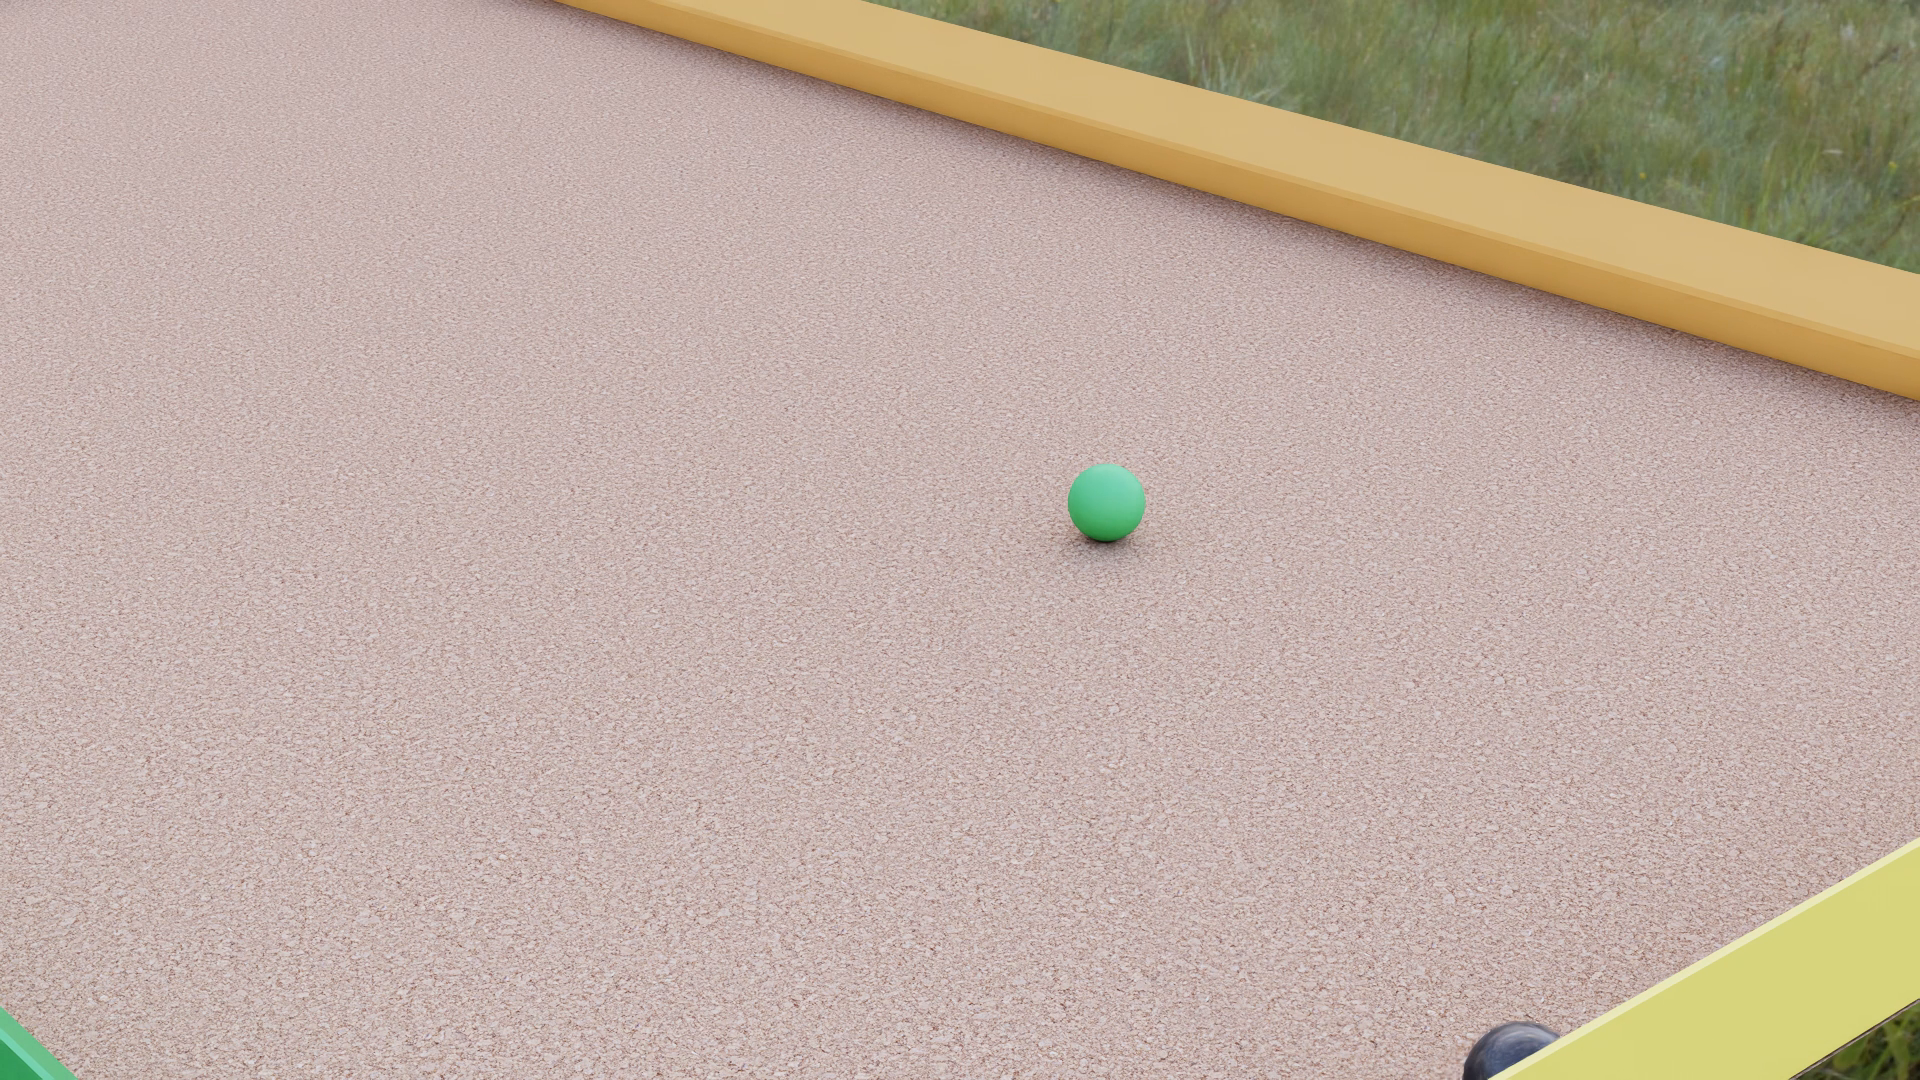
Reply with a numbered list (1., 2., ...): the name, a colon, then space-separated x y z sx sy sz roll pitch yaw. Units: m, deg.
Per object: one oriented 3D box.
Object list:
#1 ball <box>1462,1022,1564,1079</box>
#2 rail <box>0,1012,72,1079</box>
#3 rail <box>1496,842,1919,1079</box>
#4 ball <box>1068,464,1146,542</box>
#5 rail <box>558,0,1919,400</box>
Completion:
1. ball: 0.320 0.308 1.672 0.068 0.068 0.068 0 23 0
2. rail: -1.300 -0.049 2.457 0.045 0.120 3.568 -18 29 -37
3. rail: 0.568 0.225 1.802 1.942 0.120 0.045 -18 29 -37
4. ball: 0.124 -0.032 2.488 0.066 0.066 0.066 0 23 0
5. rail: 0.132 -0.527 3.602 0.045 0.120 3.568 -18 29 -37
